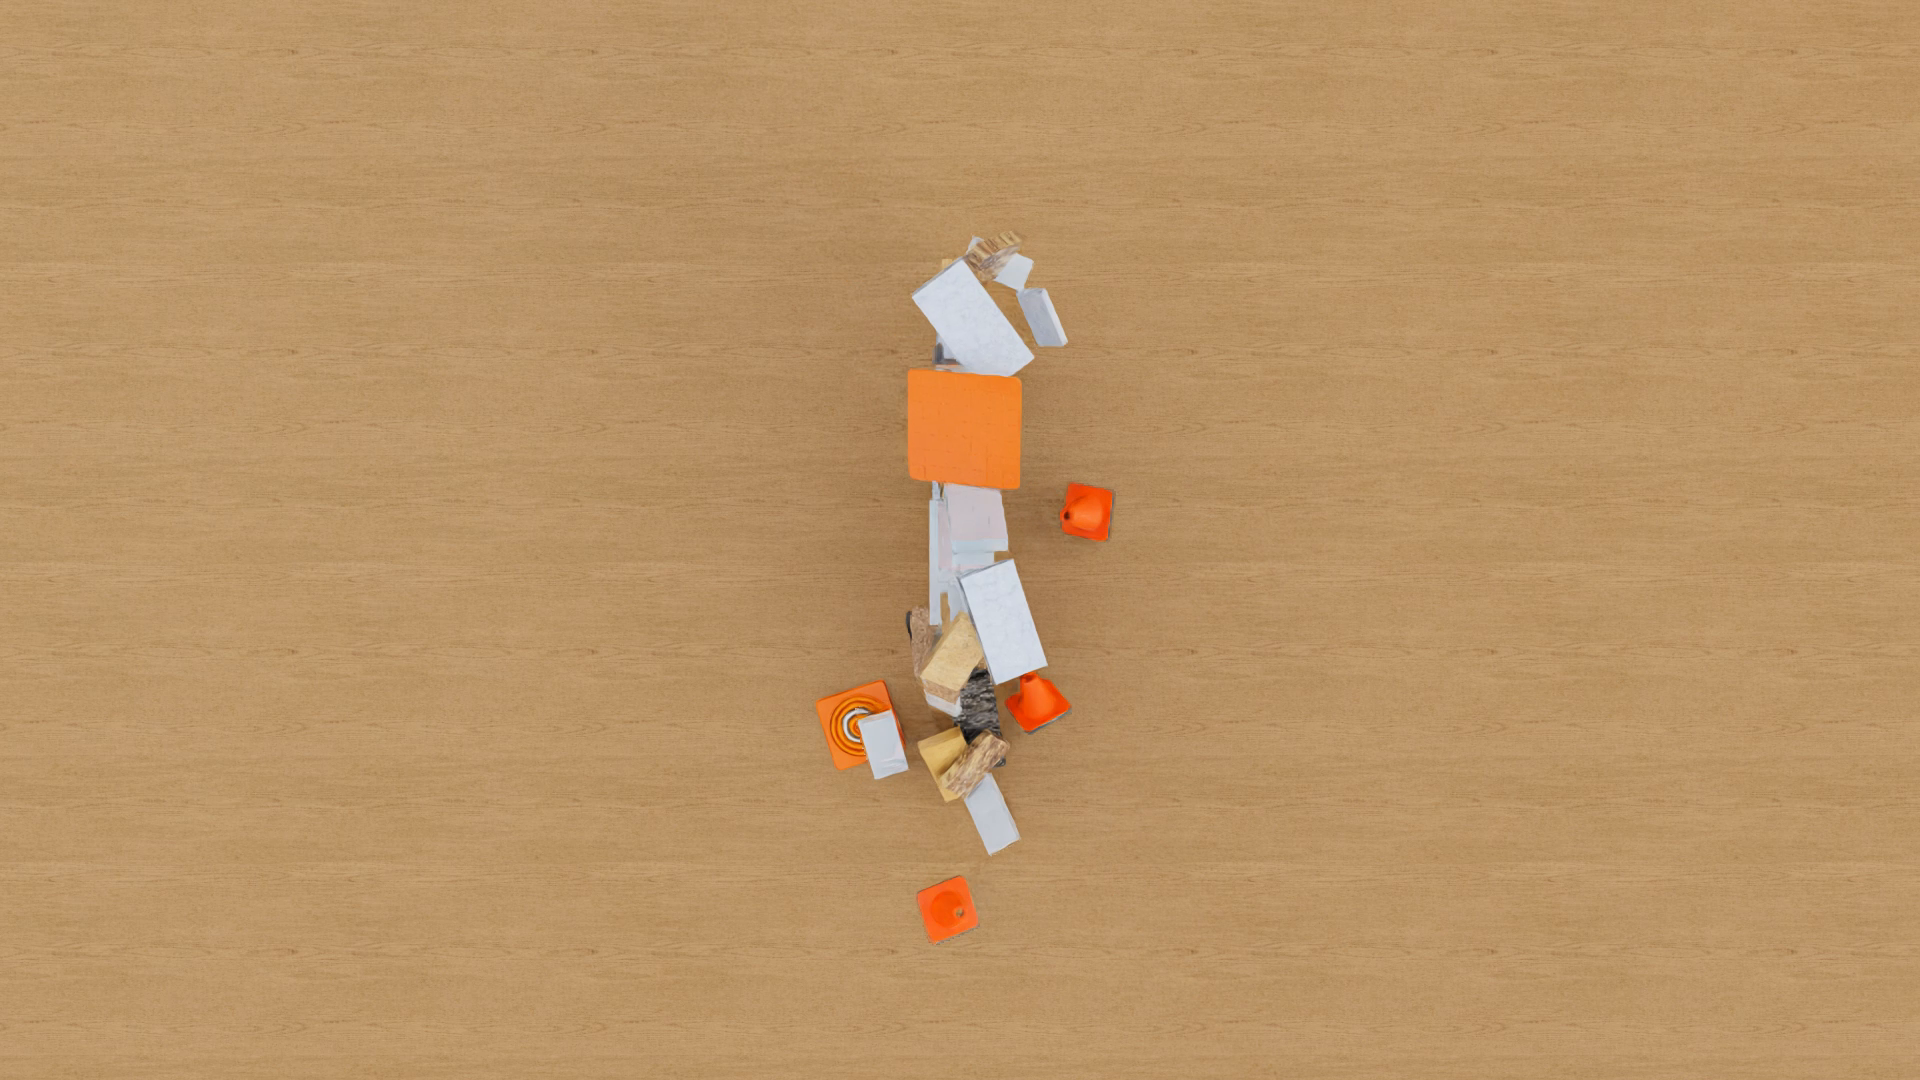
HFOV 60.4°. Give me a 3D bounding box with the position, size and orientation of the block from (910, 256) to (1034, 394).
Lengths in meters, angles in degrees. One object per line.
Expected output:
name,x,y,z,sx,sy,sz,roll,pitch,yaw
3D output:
block,0.036,-0.588,4.539,0.171,0.048,0.342,-36,109,7

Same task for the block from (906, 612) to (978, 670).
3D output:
block,-0.044,0.374,5.230,0.165,0.428,0.047,-6,47,9

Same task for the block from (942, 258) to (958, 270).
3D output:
block,-0.002,-0.835,5.232,0.099,0.536,0.028,-3,90,0

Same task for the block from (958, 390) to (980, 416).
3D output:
block,0.025,-0.395,4.763,0.051,0.103,0.015,-11,64,3

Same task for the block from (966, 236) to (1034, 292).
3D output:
block,0.113,-0.831,4.962,0.198,0.028,0.099,20,96,-16

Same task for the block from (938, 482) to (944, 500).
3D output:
block,0.004,-0.145,4.963,0.124,0.247,0.035,-2,99,-3

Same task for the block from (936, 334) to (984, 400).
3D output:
block,0.002,-0.587,5.182,0.148,0.042,0.296,0,91,0

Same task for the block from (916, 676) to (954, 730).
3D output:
block,-0.034,0.500,5.299,0.146,0.292,0.041,-9,46,10

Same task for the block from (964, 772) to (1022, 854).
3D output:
block,0.098,0.890,5.371,0.117,0.033,0.233,-34,70,23

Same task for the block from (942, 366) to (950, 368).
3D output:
block,-0.009,-0.600,4.983,0.081,0.023,0.163,2,93,0

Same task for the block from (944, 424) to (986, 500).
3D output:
block,0.014,-0.214,4.821,0.124,0.035,0.248,-1,90,-3

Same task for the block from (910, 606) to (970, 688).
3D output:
block,-0.059,0.329,5.031,0.165,0.330,0.047,13,55,11

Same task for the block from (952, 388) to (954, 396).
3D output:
block,0.000,-0.461,4.829,0.051,0.247,0.015,0,79,0

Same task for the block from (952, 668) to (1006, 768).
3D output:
block,0.053,0.588,5.325,0.146,0.041,0.456,-9,135,0

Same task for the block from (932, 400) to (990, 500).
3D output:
block,0.003,-0.252,5.116,0.179,0.051,0.358,0,90,0

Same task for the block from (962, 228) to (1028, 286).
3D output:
block,0.068,-0.795,4.744,0.048,0.342,0.171,44,119,4

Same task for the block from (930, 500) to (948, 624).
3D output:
block,0.003,0.063,4.721,0.177,0.050,0.355,0,95,0

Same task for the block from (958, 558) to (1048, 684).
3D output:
block,0.113,0.216,4.387,0.150,0.043,0.301,-20,99,-12

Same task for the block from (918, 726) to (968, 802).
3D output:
block,-0.025,0.733,5.383,0.146,0.041,0.292,-22,134,1

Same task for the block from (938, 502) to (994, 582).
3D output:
block,0.015,0.001,4.552,0.150,0.301,0.043,-1,129,0

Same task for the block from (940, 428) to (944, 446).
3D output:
block,0.004,-0.312,4.964,0.124,0.248,0.035,-2,97,-2

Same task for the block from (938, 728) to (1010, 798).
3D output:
block,0.048,0.724,5.341,0.233,0.033,0.117,-49,133,7

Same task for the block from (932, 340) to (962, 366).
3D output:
block,0.019,-0.541,4.781,0.171,0.382,0.048,-1,93,-6

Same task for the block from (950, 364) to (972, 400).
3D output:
block,0.004,-0.451,4.700,0.051,0.015,0.103,-7,93,0

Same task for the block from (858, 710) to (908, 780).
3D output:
block,-0.252,0.674,5.421,0.117,0.033,0.233,-16,122,-4

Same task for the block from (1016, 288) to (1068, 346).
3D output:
block,0.251,-0.681,5.051,0.028,0.099,0.198,-52,131,-31

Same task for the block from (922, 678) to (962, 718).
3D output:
block,-0.056,0.477,5.122,0.106,0.212,0.030,24,66,16

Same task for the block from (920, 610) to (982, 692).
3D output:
block,-0.003,0.302,4.473,0.118,0.034,0.237,22,124,-18

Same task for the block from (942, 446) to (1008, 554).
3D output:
block,0.038,-0.117,4.627,0.150,0.423,0.043,-4,130,-3

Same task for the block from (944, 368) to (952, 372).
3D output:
block,-0.007,-0.536,5.079,0.081,0.163,0.023,-9,93,0

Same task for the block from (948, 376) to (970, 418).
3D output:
block,-0.003,-0.429,4.961,0.060,0.017,0.121,0,90,0

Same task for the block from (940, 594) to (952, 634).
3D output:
block,0.008,0.217,4.581,0.118,0.237,0.034,-1,115,-3

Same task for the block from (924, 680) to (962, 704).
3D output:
block,-0.048,0.428,4.915,0.106,0.212,0.030,23,69,4

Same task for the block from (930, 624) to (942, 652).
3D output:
block,-0.021,0.314,4.782,0.118,0.411,0.034,22,77,2

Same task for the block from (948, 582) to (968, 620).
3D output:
block,0.009,0.139,4.520,0.081,0.023,0.161,-2,85,-1
